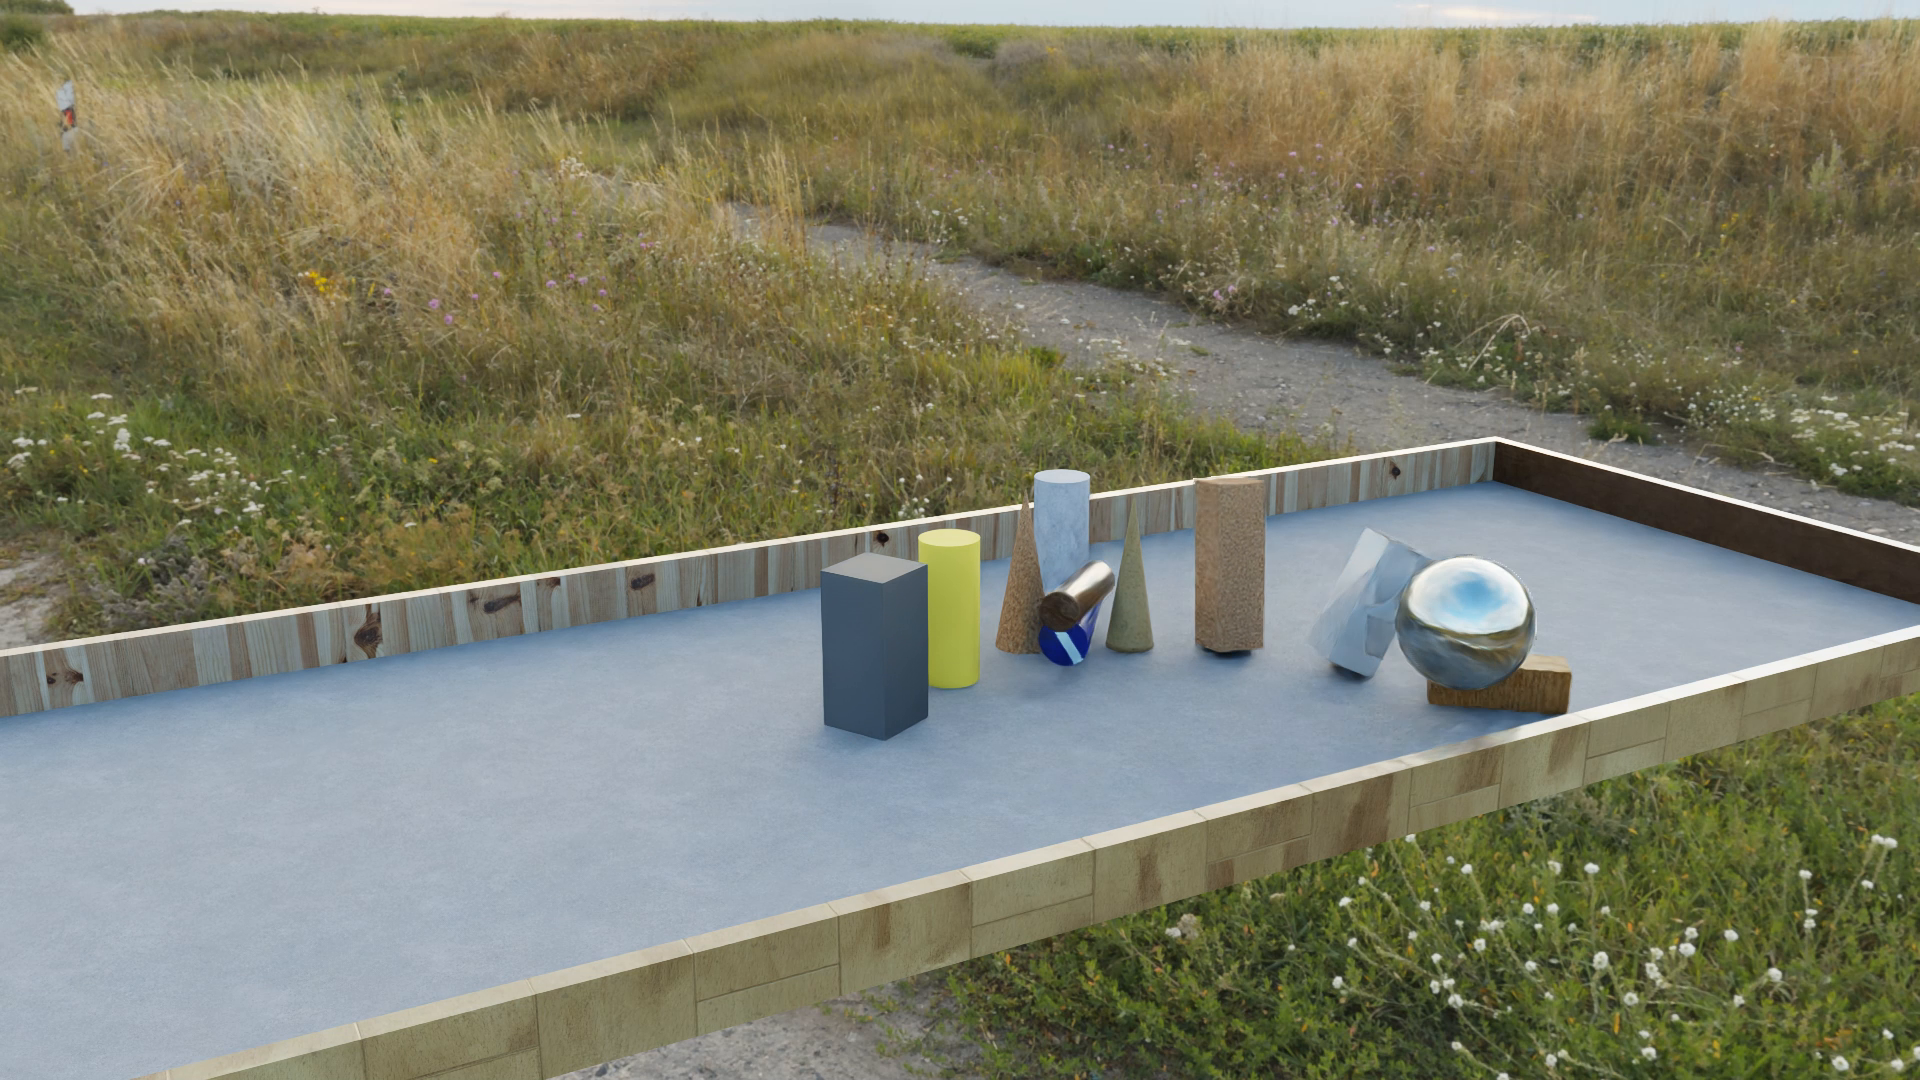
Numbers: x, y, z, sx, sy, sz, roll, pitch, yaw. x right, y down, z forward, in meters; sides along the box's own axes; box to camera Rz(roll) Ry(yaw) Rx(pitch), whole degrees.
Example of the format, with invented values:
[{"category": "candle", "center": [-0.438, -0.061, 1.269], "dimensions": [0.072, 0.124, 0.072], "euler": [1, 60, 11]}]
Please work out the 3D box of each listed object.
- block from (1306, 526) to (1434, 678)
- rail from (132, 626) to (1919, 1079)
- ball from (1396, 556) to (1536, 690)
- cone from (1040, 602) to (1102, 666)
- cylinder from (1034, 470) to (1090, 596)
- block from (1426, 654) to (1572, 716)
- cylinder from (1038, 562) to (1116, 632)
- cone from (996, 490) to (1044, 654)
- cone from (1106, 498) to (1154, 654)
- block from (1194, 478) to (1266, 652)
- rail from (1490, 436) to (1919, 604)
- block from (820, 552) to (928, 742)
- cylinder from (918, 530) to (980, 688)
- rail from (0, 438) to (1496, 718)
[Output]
[{"category": "block", "center": [1.036, 0.158, 4.176], "dimensions": [0.136, 0.335, 0.136], "euler": [22, 10, -16]}, {"category": "rail", "center": [-2.336, 1.006, 1.665], "dimensions": [12.000, 0.150, 0.050], "euler": [-9, 18, -27]}, {"category": "ball", "center": [1.169, 0.193, 3.819], "dimensions": [0.312, 0.312, 0.312], "euler": [0, 16, 0]}, {"category": "cone", "center": [0.341, 0.190, 4.433], "dimensions": [0.132, 0.132, 0.455], "euler": [6, 20, 18]}, {"category": "cylinder", "center": [0.282, 0.012, 4.614], "dimensions": [0.154, 0.394, 0.154], "euler": [0, 16, 0]}, {"category": "block", "center": [1.303, 0.341, 4.001], "dimensions": [0.318, 0.109, 0.109], "euler": [3, 17, 12]}, {"category": "cylinder", "center": [0.306, 0.142, 4.255], "dimensions": [0.101, 0.101, 0.401], "euler": [5, 12, 18]}, {"category": "cone", "center": [0.171, 0.068, 4.343], "dimensions": [0.153, 0.440, 0.153], "euler": [0, 16, 0]}, {"category": "cone", "center": [0.453, 0.078, 4.344], "dimensions": [0.129, 0.421, 0.129], "euler": [0, 16, 0]}, {"category": "block", "center": [0.708, 0.063, 4.333], "dimensions": [0.133, 0.437, 0.133], "euler": [-4, 8, -18]}, {"category": "rail", "center": [2.466, -0.048, 5.253], "dimensions": [0.050, 0.150, 2.100], "euler": [-9, 18, -27]}, {"category": "block", "center": [-0.197, 0.245, 3.847], "dimensions": [0.177, 0.380, 0.177], "euler": [11, 19, 32]}, {"category": "cylinder", "center": [-0.026, 0.171, 4.120], "dimensions": [0.153, 0.368, 0.153], "euler": [0, 16, 0]}, {"category": "rail", "center": [-3.305, 0.497, 3.399], "dimensions": [12.000, 0.150, 0.050], "euler": [-9, 18, -27]}]
